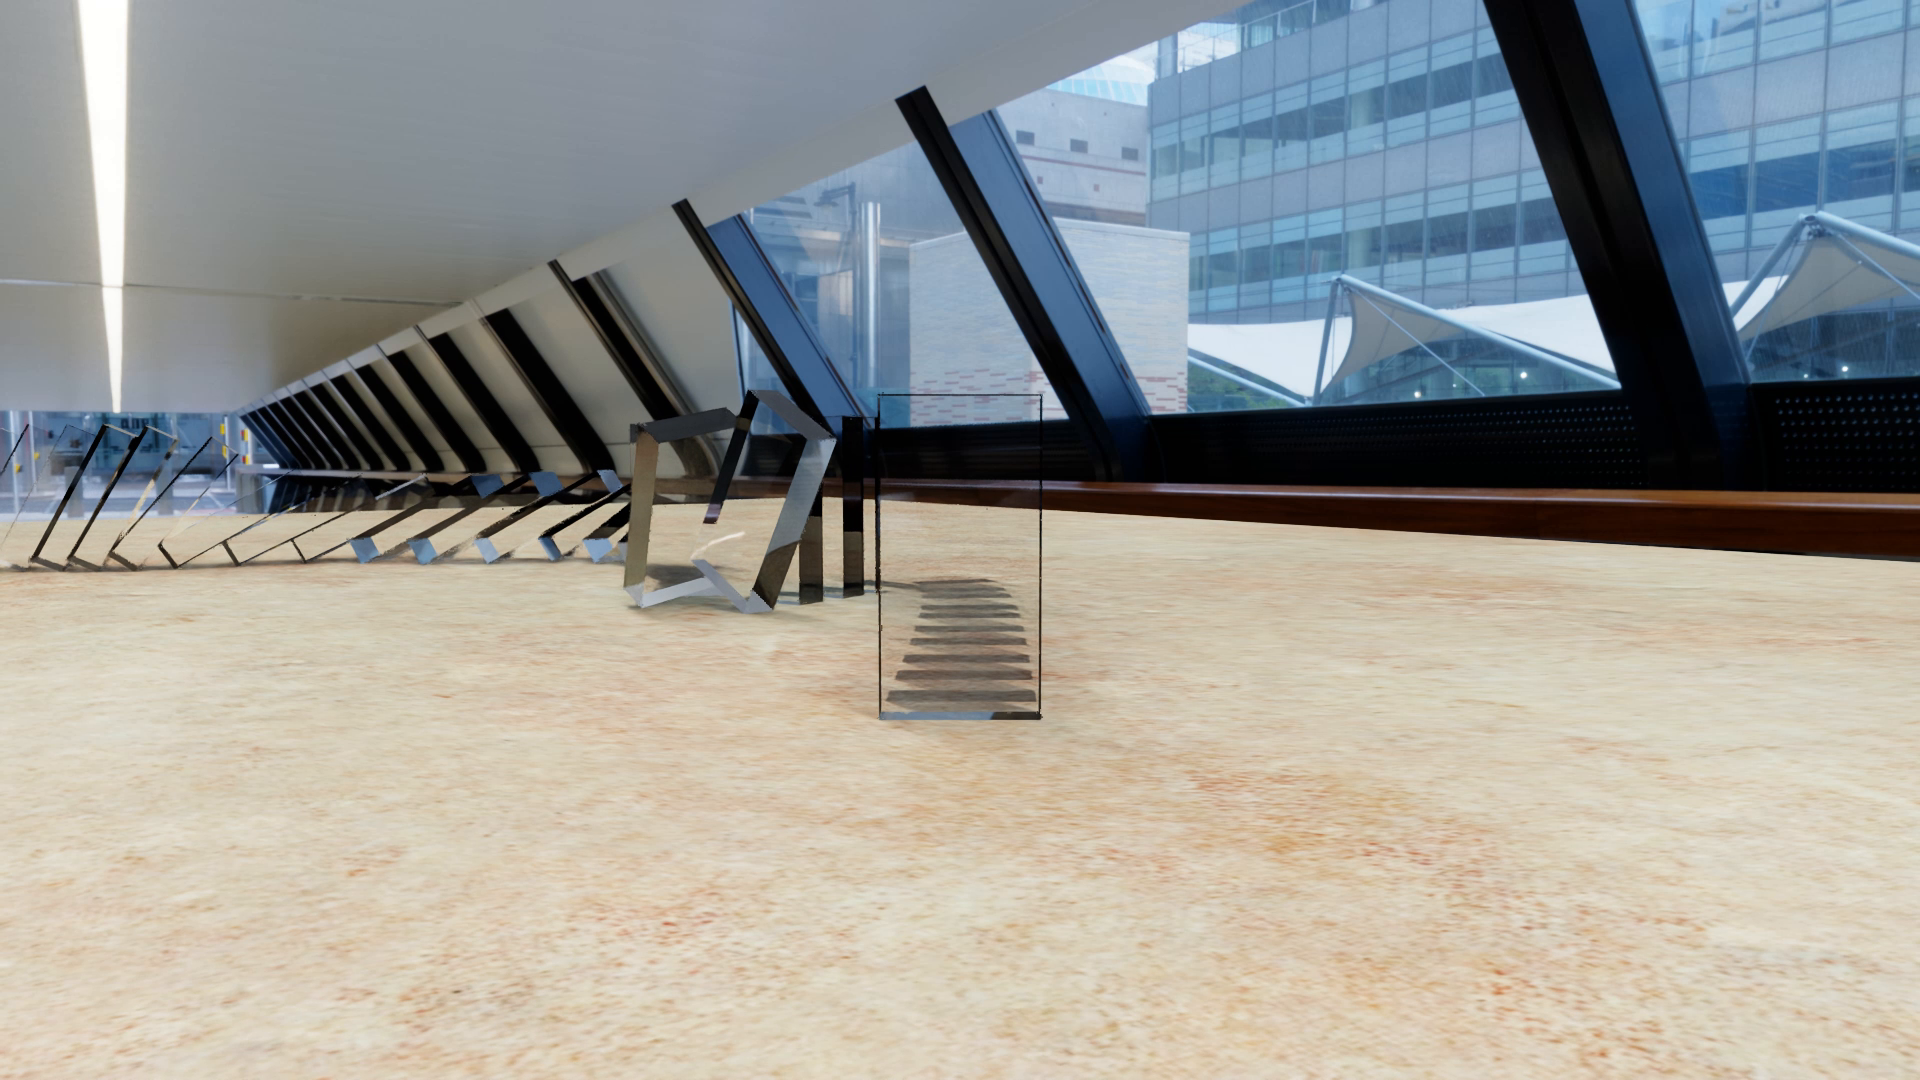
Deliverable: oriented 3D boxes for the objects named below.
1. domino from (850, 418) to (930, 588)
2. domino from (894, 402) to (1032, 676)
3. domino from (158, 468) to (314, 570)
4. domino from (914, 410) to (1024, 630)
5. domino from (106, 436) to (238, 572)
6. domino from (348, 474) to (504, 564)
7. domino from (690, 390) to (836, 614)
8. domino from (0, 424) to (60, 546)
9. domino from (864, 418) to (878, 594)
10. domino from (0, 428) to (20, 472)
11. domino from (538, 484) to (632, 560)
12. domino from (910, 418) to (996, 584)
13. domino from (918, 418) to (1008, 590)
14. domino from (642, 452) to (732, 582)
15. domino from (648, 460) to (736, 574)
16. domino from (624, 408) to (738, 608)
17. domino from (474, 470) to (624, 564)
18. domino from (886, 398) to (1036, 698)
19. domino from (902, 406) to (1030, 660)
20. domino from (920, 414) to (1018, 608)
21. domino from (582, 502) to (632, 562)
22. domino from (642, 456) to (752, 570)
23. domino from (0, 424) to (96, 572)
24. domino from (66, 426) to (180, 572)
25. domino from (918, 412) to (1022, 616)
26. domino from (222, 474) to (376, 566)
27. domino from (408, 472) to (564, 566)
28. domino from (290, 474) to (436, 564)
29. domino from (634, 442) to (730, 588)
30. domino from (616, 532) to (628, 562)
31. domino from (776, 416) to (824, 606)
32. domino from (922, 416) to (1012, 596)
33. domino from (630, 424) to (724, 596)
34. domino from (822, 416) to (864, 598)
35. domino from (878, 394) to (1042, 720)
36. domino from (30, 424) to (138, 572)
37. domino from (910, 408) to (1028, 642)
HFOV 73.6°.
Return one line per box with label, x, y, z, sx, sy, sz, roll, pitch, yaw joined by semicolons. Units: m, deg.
domino;-0.021;-0.012;0.391;0.010;0.050;0.025;-4;6;-45
domino;0.001;0.000;0.238;0.025;0.050;0.009;0;4;2
domino;-0.254;-0.008;0.451;0.050;0.010;0.025;-36;19;-21
domino;0.002;-0.005;0.297;0.025;0.050;0.009;0;4;1
domino;-0.270;-0.013;0.442;0.010;0.050;0.025;41;-15;-24
domino;-0.191;-0.008;0.465;0.050;0.010;0.025;-27;2;5
domino;-0.050;-0.010;0.322;0.009;0.050;0.025;-5;36;-48
domino;-0.321;-0.014;0.432;0.010;0.050;0.025;28;-12;-32
domino;-0.032;-0.011;0.375;0.025;0.050;0.009;3;5;33
domino;-0.329;-0.014;0.426;0.010;0.050;0.025;28;-12;-32
domino;-0.127;-0.010;0.469;0.050;0.009;0.025;-31;3;0
domino;-0.002;-0.012;0.397;0.025;0.050;0.010;-2;5;-22
domino;0.001;-0.011;0.376;0.025;0.050;0.009;0;4;-5
domino;-0.082;-0.006;0.384;0.025;0.009;0.050;-1;-37;-13
domino;-0.085;-0.007;0.403;0.025;0.009;0.050;-1;-33;-14
domino;-0.071;-0.008;0.330;0.025;0.050;0.009;-18;45;-40
domino;-0.148;-0.009;0.465;0.050;0.010;0.025;-30;4;0
domino;0.000;0.001;0.218;0.025;0.050;0.010;0;4;1
domino;0.001;-0.002;0.256;0.025;0.050;0.010;0;4;2
domino;0.002;-0.008;0.336;0.025;0.050;0.009;0;4;-1
domino;-0.107;-0.010;0.456;0.050;0.009;0.025;-34;-10;20
domino;-0.087;-0.008;0.421;0.025;0.010;0.050;-1;-33;-27
domino;-0.311;-0.015;0.438;0.010;0.050;0.025;28;-12;-33
domino;-0.285;-0.015;0.438;0.010;0.050;0.025;30;-10;-26
domino;0.002;-0.006;0.320;0.025;0.050;0.009;0;4;0
domino;-0.237;-0.008;0.462;0.050;0.010;0.025;-31;16;-21
domino;-0.169;-0.008;0.461;0.050;0.010;0.025;-29;2;5
domino;-0.219;-0.008;0.472;0.050;0.010;0.025;-30;16;-21
domino;-0.079;-0.006;0.366;0.025;0.050;0.010;-1;47;-13
domino;-0.093;-0.009;0.442;0.050;0.010;0.025;-39;-19;32
domino;-0.050;-0.009;0.348;0.025;0.050;0.009;3;5;35
domino;0.002;-0.009;0.361;0.025;0.050;0.009;0;4;-3
domino;-0.076;-0.007;0.348;0.025;0.050;0.010;-1;36;-14
domino;-0.040;-0.010;0.362;0.025;0.050;0.009;3;5;32
domino;0.000;0.002;0.201;0.025;0.050;0.009;0;4;0
domino;-0.298;-0.015;0.438;0.010;0.050;0.025;27;-9;-27
domino;0.002;-0.003;0.278;0.025;0.050;0.009;0;4;1
